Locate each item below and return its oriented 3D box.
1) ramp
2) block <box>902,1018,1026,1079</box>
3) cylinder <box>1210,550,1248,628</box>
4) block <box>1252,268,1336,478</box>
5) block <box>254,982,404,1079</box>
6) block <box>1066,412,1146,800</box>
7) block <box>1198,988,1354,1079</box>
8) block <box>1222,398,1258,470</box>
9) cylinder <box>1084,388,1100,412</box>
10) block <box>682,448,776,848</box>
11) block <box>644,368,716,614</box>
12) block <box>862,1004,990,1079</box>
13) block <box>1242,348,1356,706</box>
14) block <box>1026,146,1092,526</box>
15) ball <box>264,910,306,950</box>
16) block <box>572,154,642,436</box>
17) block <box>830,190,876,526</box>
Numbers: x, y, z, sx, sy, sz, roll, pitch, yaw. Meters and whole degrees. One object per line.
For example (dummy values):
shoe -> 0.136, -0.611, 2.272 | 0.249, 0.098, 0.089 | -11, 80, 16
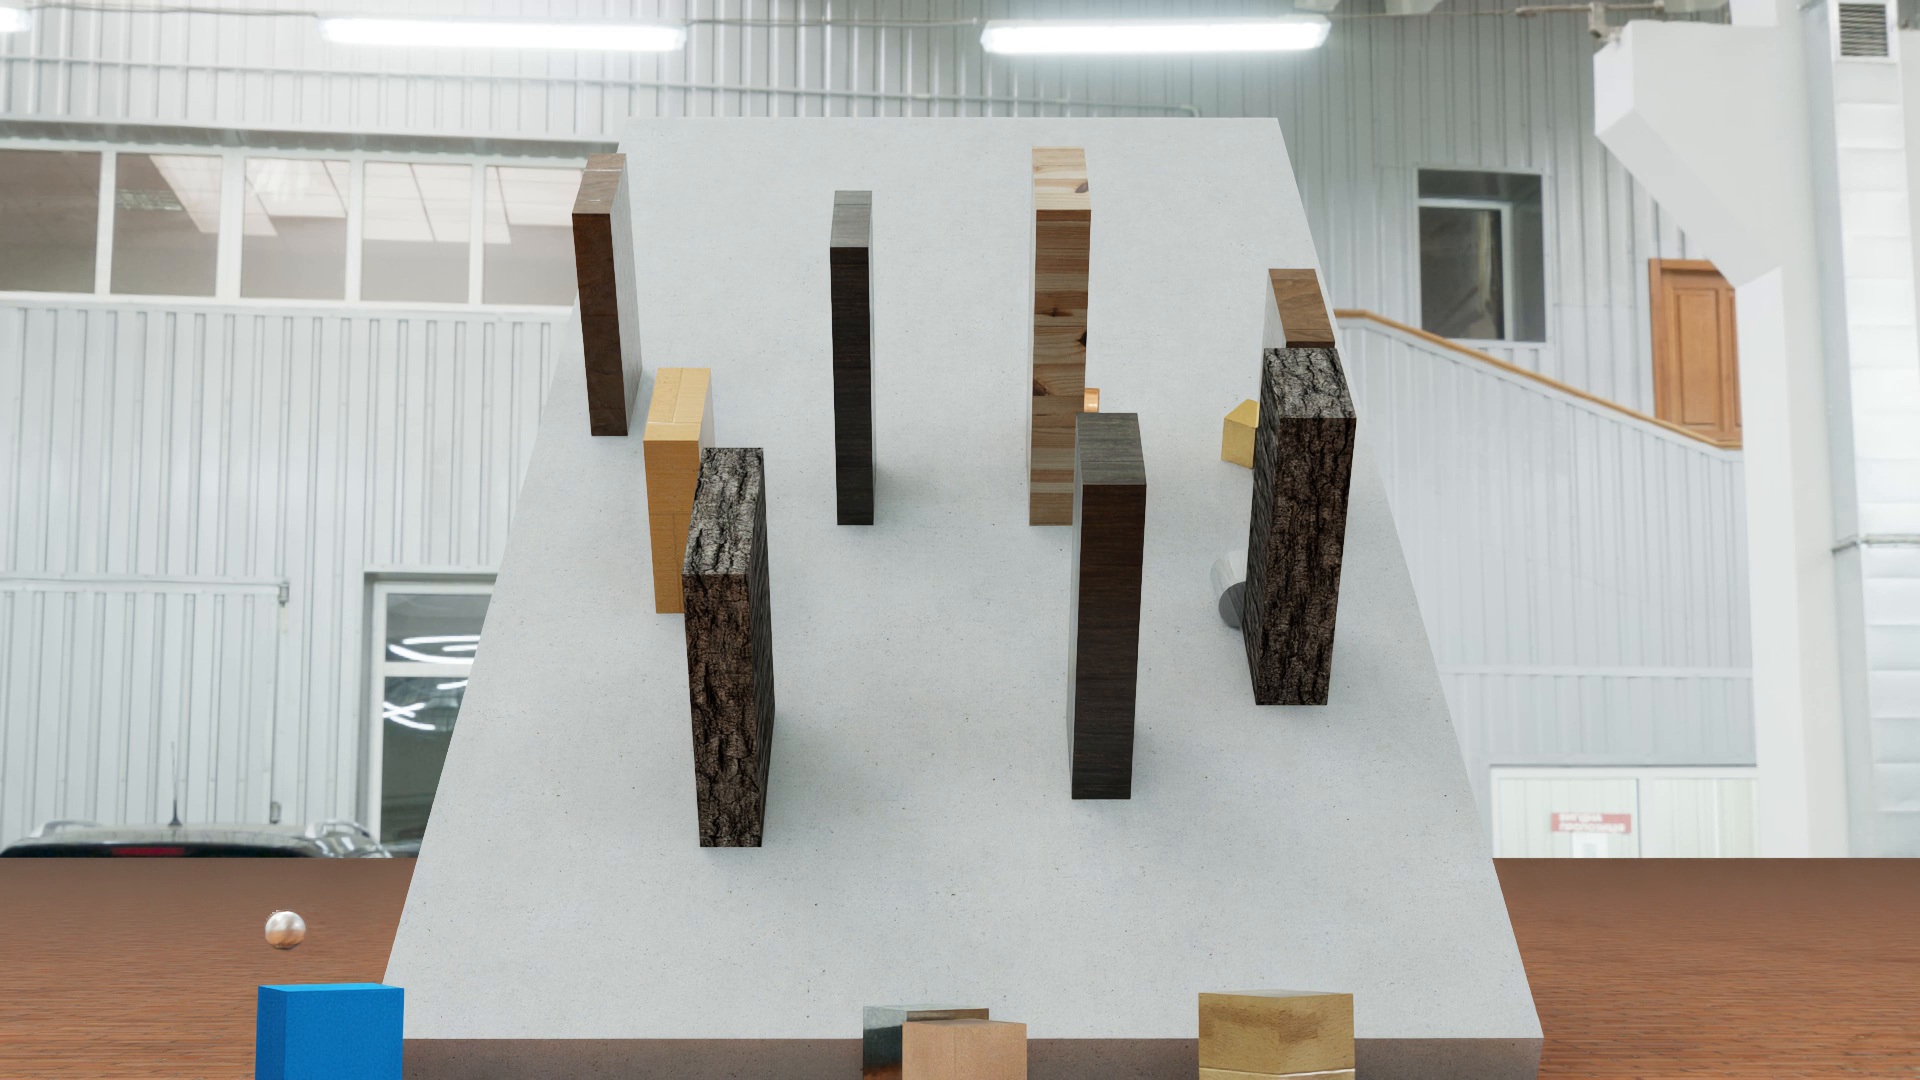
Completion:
ramp -> -0.015, -0.185, 5.881 | 2.000, 0.100, 4.000 | 0, 32, 0
block -> 0.007, 0.798, 3.707 | 0.134, 0.134, 0.134 | 5, -9, -36
cylinder -> 0.600, 0.104, 5.228 | 0.118, 0.118, 0.118 | 1, 32, -5
block -> 0.738, -0.288, 5.460 | 0.104, 0.531, 0.347 | 0, 32, 0
block -> -0.985, 0.790, 3.827 | 0.181, 0.181, 0.181 | 4, -8, -29
block -> 0.272, 0.131, 4.634 | 0.114, 0.707, 0.258 | 0, 32, 0
block -> 0.496, 0.797, 3.845 | 0.171, 0.171, 0.171 | 6, -9, -40
block -> 0.696, -0.246, 5.784 | 0.113, 0.113, 0.113 | 21, 38, 29
cylinder -> 0.263, -0.300, 5.849 | 0.131, 0.131, 0.131 | 3, -7, 5
block -> -0.429, 0.200, 4.610 | 0.115, 0.611, 0.436 | 0, 32, 0
block -> -0.593, -0.107, 5.263 | 0.113, 0.428, 0.312 | 0, 32, 0
block -> -0.054, 0.813, 3.876 | 0.147, 0.147, 0.147 | 4, -8, -29
block -> 0.673, -0.022, 4.912 | 0.144, 0.670, 0.279 | 0, 32, 0
block -> 0.215, -0.450, 5.478 | 0.115, 0.781, 0.330 | 0, 32, 0
ball -> -2.702, 1.564, 9.820 | 0.156, 0.156, 0.156 | 0, -7, 0
block -> -0.841, -0.586, 5.870 | 0.087, 0.584, 0.338 | 0, 32, 0
block -> -0.236, -0.403, 5.483 | 0.082, 0.694, 0.287 | 0, 32, 0
